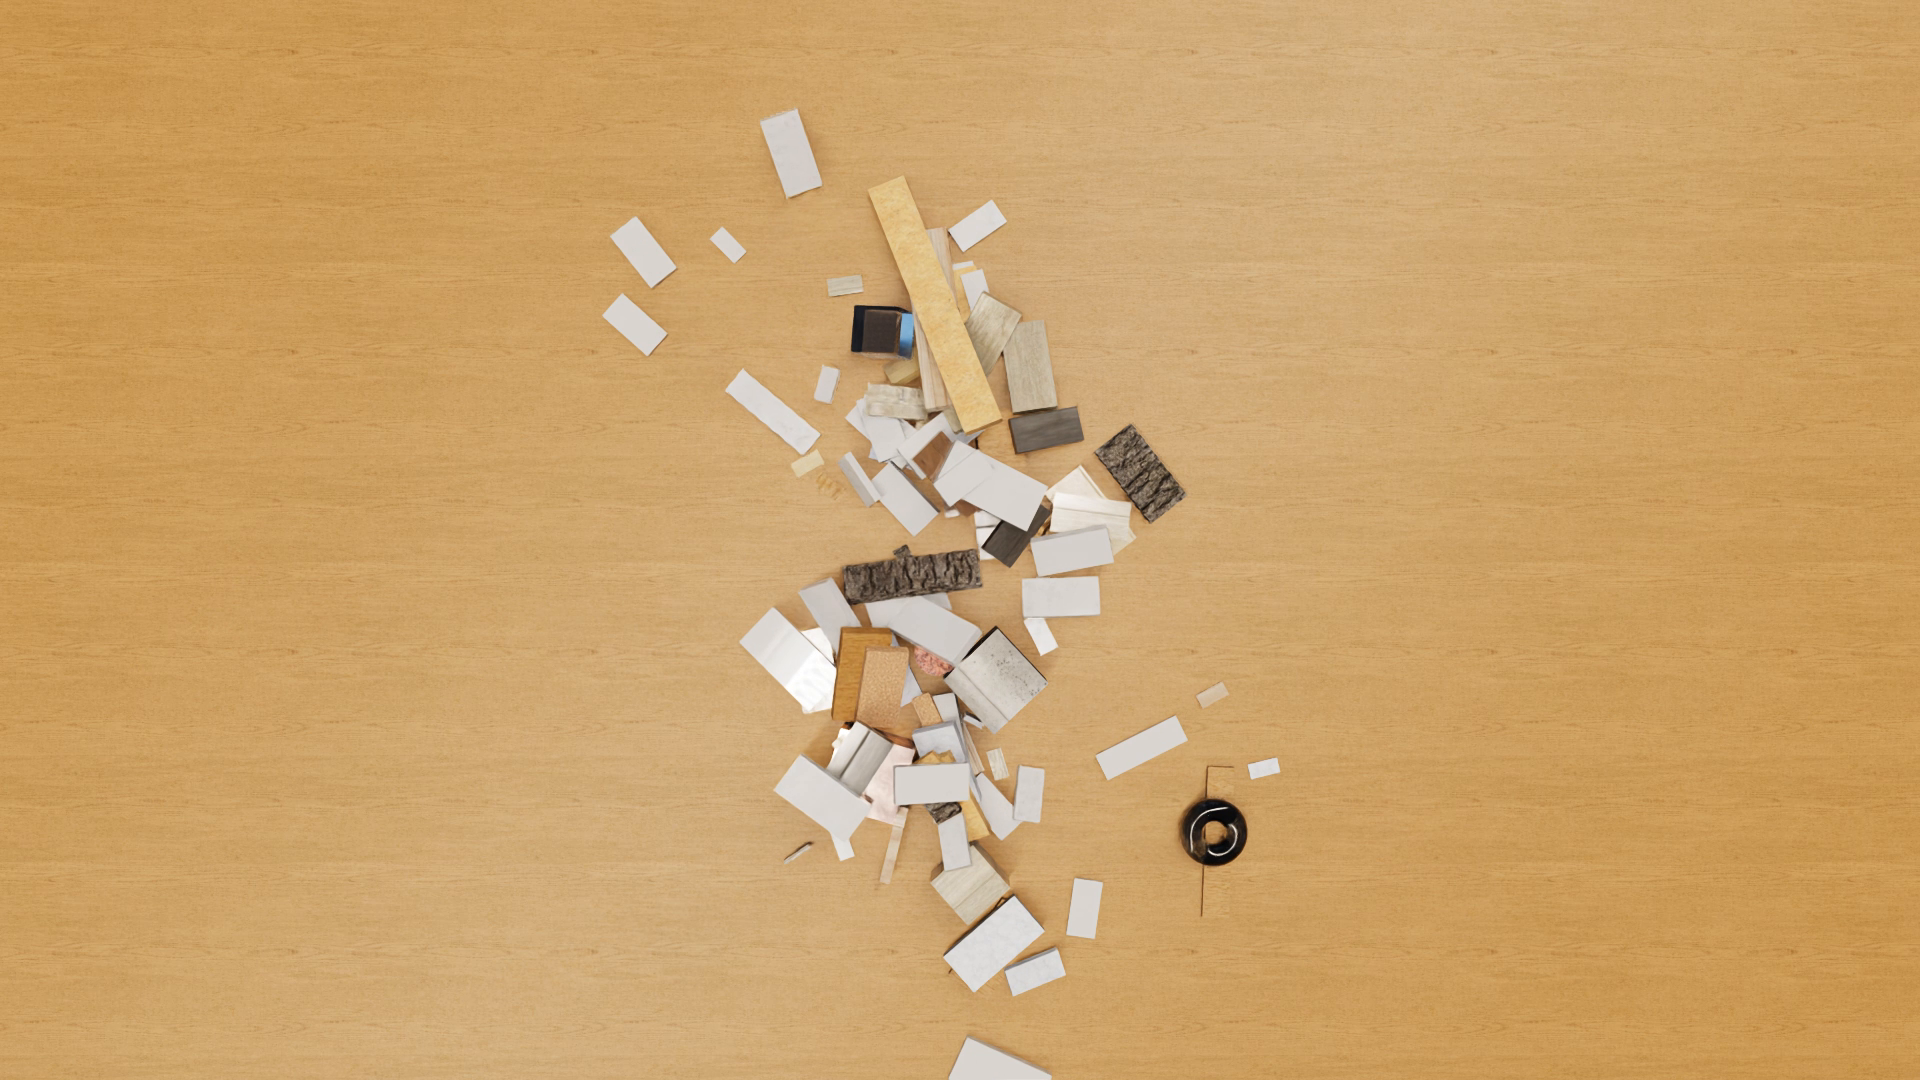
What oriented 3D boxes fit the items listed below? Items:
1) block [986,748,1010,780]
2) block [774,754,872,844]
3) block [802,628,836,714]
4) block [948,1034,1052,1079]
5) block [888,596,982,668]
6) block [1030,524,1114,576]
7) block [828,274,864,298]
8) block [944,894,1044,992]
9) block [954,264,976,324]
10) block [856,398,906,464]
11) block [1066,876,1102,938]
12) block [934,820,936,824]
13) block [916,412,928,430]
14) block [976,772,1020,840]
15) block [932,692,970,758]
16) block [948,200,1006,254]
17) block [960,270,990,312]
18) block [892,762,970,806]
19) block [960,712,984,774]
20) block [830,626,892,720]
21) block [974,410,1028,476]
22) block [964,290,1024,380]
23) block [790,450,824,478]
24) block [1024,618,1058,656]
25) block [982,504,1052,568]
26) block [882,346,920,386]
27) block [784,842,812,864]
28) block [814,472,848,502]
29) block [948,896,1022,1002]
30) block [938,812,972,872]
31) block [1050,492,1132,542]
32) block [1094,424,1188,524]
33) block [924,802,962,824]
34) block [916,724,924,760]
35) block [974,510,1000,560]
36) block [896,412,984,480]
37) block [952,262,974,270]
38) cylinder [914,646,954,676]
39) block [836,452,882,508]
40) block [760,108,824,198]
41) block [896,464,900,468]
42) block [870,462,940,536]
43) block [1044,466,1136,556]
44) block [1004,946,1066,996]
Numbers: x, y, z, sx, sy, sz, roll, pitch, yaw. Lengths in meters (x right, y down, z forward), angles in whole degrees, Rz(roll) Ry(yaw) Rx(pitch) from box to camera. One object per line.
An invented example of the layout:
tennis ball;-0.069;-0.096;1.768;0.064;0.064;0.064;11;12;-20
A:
block;0.126;0.746;5.493;0.050;0.014;0.100;-17;90;0
block;-0.430;0.811;5.192;0.280;0.040;0.140;37;96;0
block;-0.481;0.431;5.481;0.134;0.038;0.267;-12;90;0
block;0.133;1.780;5.478;0.308;0.044;0.154;24;90;0
block;-0.082;0.291;5.331;0.286;0.041;0.143;26;70;35
block;0.369;0.034;5.423;0.254;0.036;0.127;-11;115;7
block;-0.382;-0.846;5.492;0.115;0.016;0.058;-8;90;0
block;0.112;1.327;5.435;0.308;0.044;0.154;-41;90;0
block;0.030;-0.813;5.462;0.089;0.025;0.177;-14;90;0
block;-0.251;-0.374;5.423;0.109;0.031;0.219;-21;84;5
block;0.414;1.223;5.487;0.095;0.027;0.189;8;90;0
block;0.009;0.902;5.487;0.189;0.027;0.094;5;90;0
block;-0.112;-0.371;5.489;0.075;0.021;0.149;6;90;0
block;0.104;0.880;5.458;0.105;0.030;0.211;-43;90;0
block;-0.049;0.620;5.415;0.115;0.033;0.230;-11;93;12
block;0.058;-1.043;5.487;0.177;0.025;0.089;-35;90;0
block;0.059;-0.811;5.439;0.075;0.021;0.149;-17;90;0
block;-0.092;0.775;5.257;0.241;0.034;0.121;-1;95;-15
block;-0.008;0.684;5.455;0.105;0.030;0.211;-23;90;0
block;-0.323;0.440;5.395;0.162;0.046;0.323;2;114;-14
block;0.137;-0.274;5.453;0.152;0.043;0.304;-7;85;-10
block;0.071;-0.653;5.426;0.149;0.042;0.298;29;111;0
block;-0.508;-0.254;5.493;0.103;0.015;0.051;-29;90;0
block;0.269;0.312;5.491;0.064;0.018;0.129;-27;90;0
block;0.186;-0.034;5.430;0.115;0.033;0.230;35;95;-17
block;-0.150;-0.587;5.457;0.202;0.029;0.101;-31;51;0
block;-0.538;1.041;5.474;0.101;0.050;0.014;-35;86;0
block;-0.433;-0.175;5.493;0.105;0.015;0.053;37;90;0
block;0.114;1.358;5.478;0.154;0.044;0.308;35;90;0
block;-0.017;0.976;5.328;0.089;0.025;0.177;-17;62;14
block;0.430;-0.076;5.439;0.254;0.036;0.127;8;90;0
block;0.599;-0.220;5.478;0.152;0.043;0.304;-38;90;0
block;-0.083;0.822;5.315;0.092;0.026;0.184;-32;103;18
block;-0.090;0.723;5.485;0.105;0.030;0.211;6;90;0
block;0.109;-0.054;5.484;0.115;0.033;0.230;-6;90;0
block;-0.064;-0.329;5.389;0.266;0.038;0.133;-39;94;-8
block;0.014;-0.832;5.487;0.089;0.025;0.177;-10;90;0
cylinder;-0.076;0.370;5.429;0.142;0.142;0.142;0;90;0
block;-0.334;-0.198;5.453;0.026;0.092;0.184;-34;90;-24
block;-0.555;-1.275;5.441;0.128;0.036;0.257;-19;109;0
block;-0.154;-0.284;5.470;0.128;0.018;0.064;-14;89;6
block;-0.188;-0.137;5.466;0.117;0.033;0.234;-44;90;18
block;0.432;-0.081;5.478;0.152;0.043;0.304;-38;90;0
block;0.247;1.429;5.462;0.189;0.027;0.095;-20;102;-9
